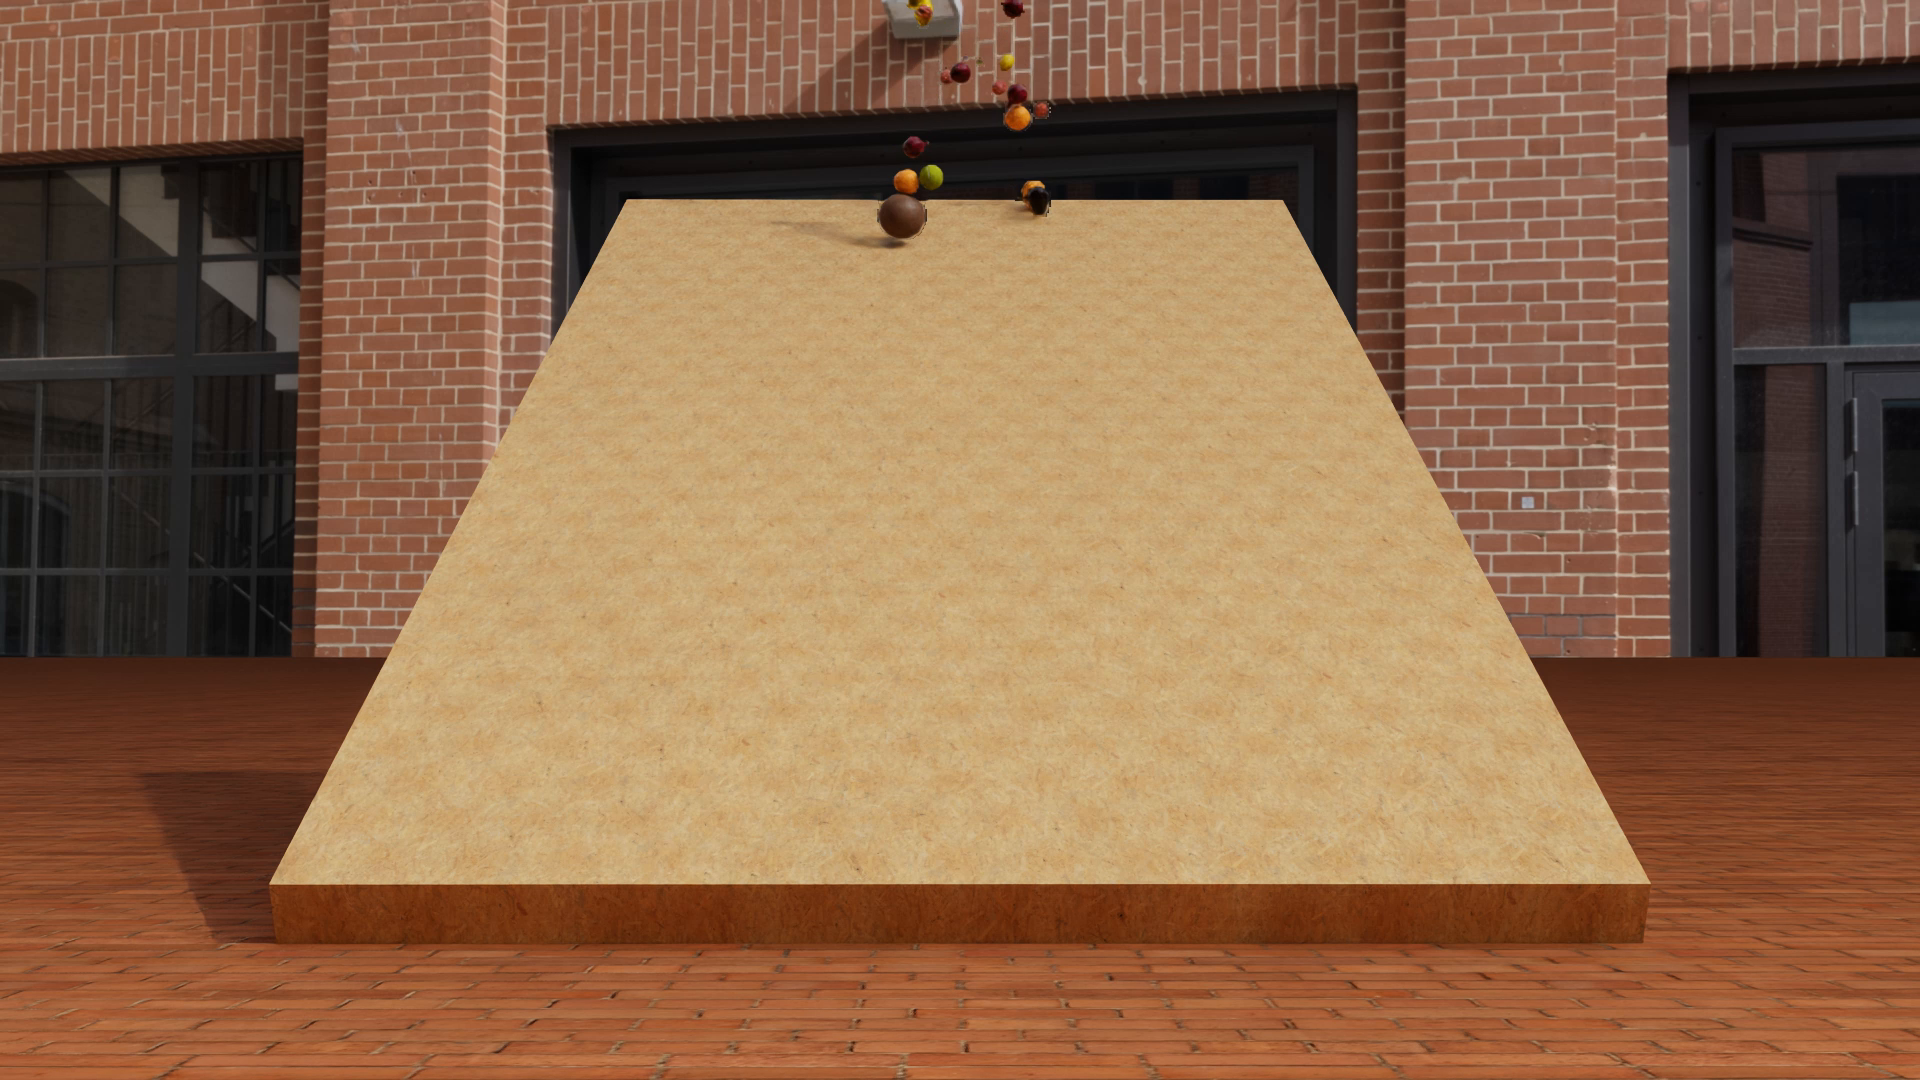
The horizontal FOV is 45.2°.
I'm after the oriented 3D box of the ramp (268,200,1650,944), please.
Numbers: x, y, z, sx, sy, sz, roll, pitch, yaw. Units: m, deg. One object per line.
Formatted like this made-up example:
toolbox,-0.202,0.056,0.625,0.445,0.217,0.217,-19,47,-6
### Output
ramp,-0.007,-0.224,5.201,2.000,0.100,4.000,0,23,0
